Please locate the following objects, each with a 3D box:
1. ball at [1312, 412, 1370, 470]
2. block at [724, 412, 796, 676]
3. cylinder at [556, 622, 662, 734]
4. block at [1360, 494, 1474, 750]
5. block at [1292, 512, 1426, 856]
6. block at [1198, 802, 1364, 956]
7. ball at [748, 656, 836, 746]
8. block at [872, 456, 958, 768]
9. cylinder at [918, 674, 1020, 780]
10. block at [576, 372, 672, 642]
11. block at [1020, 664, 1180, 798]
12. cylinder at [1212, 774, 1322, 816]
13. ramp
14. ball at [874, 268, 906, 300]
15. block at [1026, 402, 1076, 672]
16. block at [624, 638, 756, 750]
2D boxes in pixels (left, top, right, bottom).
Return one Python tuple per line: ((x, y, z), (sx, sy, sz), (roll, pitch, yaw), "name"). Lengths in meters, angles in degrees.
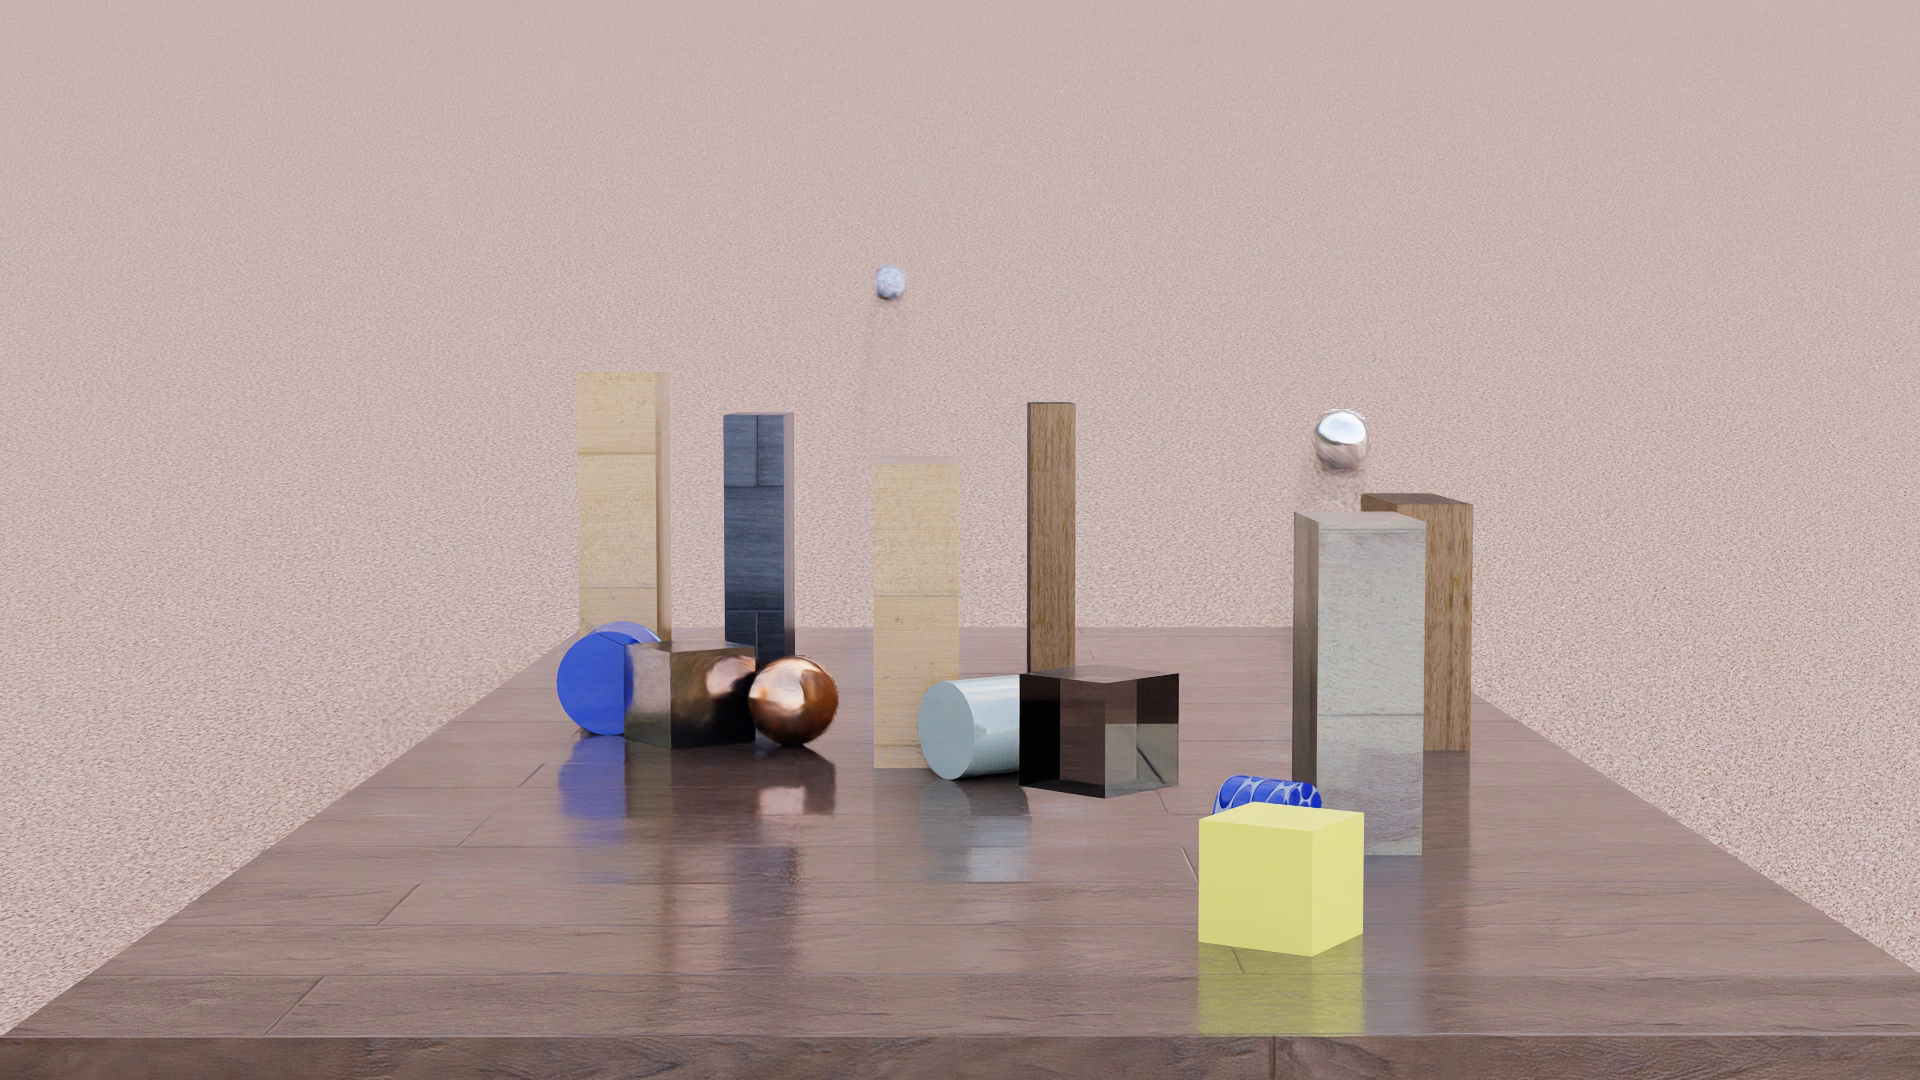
((1.201, -0.315, 8.087), (0.183, 0.183, 0.183), (0, 19, 0), "ball")
((-0.418, 0.017, 5.379), (0.122, 0.564, 0.338), (0, 4, 0), "block")
((-0.632, 0.251, 4.707), (0.188, 0.188, 0.188), (0, 4, 0), "cylinder")
((0.815, 0.138, 4.615), (0.131, 0.425, 0.396), (0, 4, 0), "block")
((0.555, 0.193, 3.593), (0.144, 0.453, 0.254), (0, 4, 0), "block")
((0.373, 0.391, 2.975), (0.142, 0.142, 0.142), (2, 5, 32), "block")
((-0.293, 0.282, 4.487), (0.156, 0.156, 0.156), (0, 19, 0), "ball")
((-0.072, 0.114, 4.398), (0.141, 0.503, 0.354), (0, 4, 0), "block")
((0.042, 0.303, 4.168), (0.158, 0.158, 0.158), (-3, 17, -36), "cylinder")
((-0.639, 0.005, 4.908), (0.145, 0.652, 0.245), (0, 4, 0), "block")
((0.220, 0.300, 4.055), (0.179, 0.179, 0.179), (4, 5, 44), "block")
((0.416, 0.375, 3.465), (0.107, 0.107, 0.107), (3, 17, 41), "cylinder")
((0.045, 0.407, 4.538), (2.000, 0.100, 4.000), (0, 4, 0), "ramp")
((-0.278, -1.019, 10.196), (0.129, 0.129, 0.129), (0, 19, 0), "ball")
((0.198, -0.008, 5.607), (0.095, 0.582, 0.288), (0, 4, 0), "block")
((-0.480, 0.271, 4.551), (0.170, 0.170, 0.170), (-3, 5, -35), "block")
